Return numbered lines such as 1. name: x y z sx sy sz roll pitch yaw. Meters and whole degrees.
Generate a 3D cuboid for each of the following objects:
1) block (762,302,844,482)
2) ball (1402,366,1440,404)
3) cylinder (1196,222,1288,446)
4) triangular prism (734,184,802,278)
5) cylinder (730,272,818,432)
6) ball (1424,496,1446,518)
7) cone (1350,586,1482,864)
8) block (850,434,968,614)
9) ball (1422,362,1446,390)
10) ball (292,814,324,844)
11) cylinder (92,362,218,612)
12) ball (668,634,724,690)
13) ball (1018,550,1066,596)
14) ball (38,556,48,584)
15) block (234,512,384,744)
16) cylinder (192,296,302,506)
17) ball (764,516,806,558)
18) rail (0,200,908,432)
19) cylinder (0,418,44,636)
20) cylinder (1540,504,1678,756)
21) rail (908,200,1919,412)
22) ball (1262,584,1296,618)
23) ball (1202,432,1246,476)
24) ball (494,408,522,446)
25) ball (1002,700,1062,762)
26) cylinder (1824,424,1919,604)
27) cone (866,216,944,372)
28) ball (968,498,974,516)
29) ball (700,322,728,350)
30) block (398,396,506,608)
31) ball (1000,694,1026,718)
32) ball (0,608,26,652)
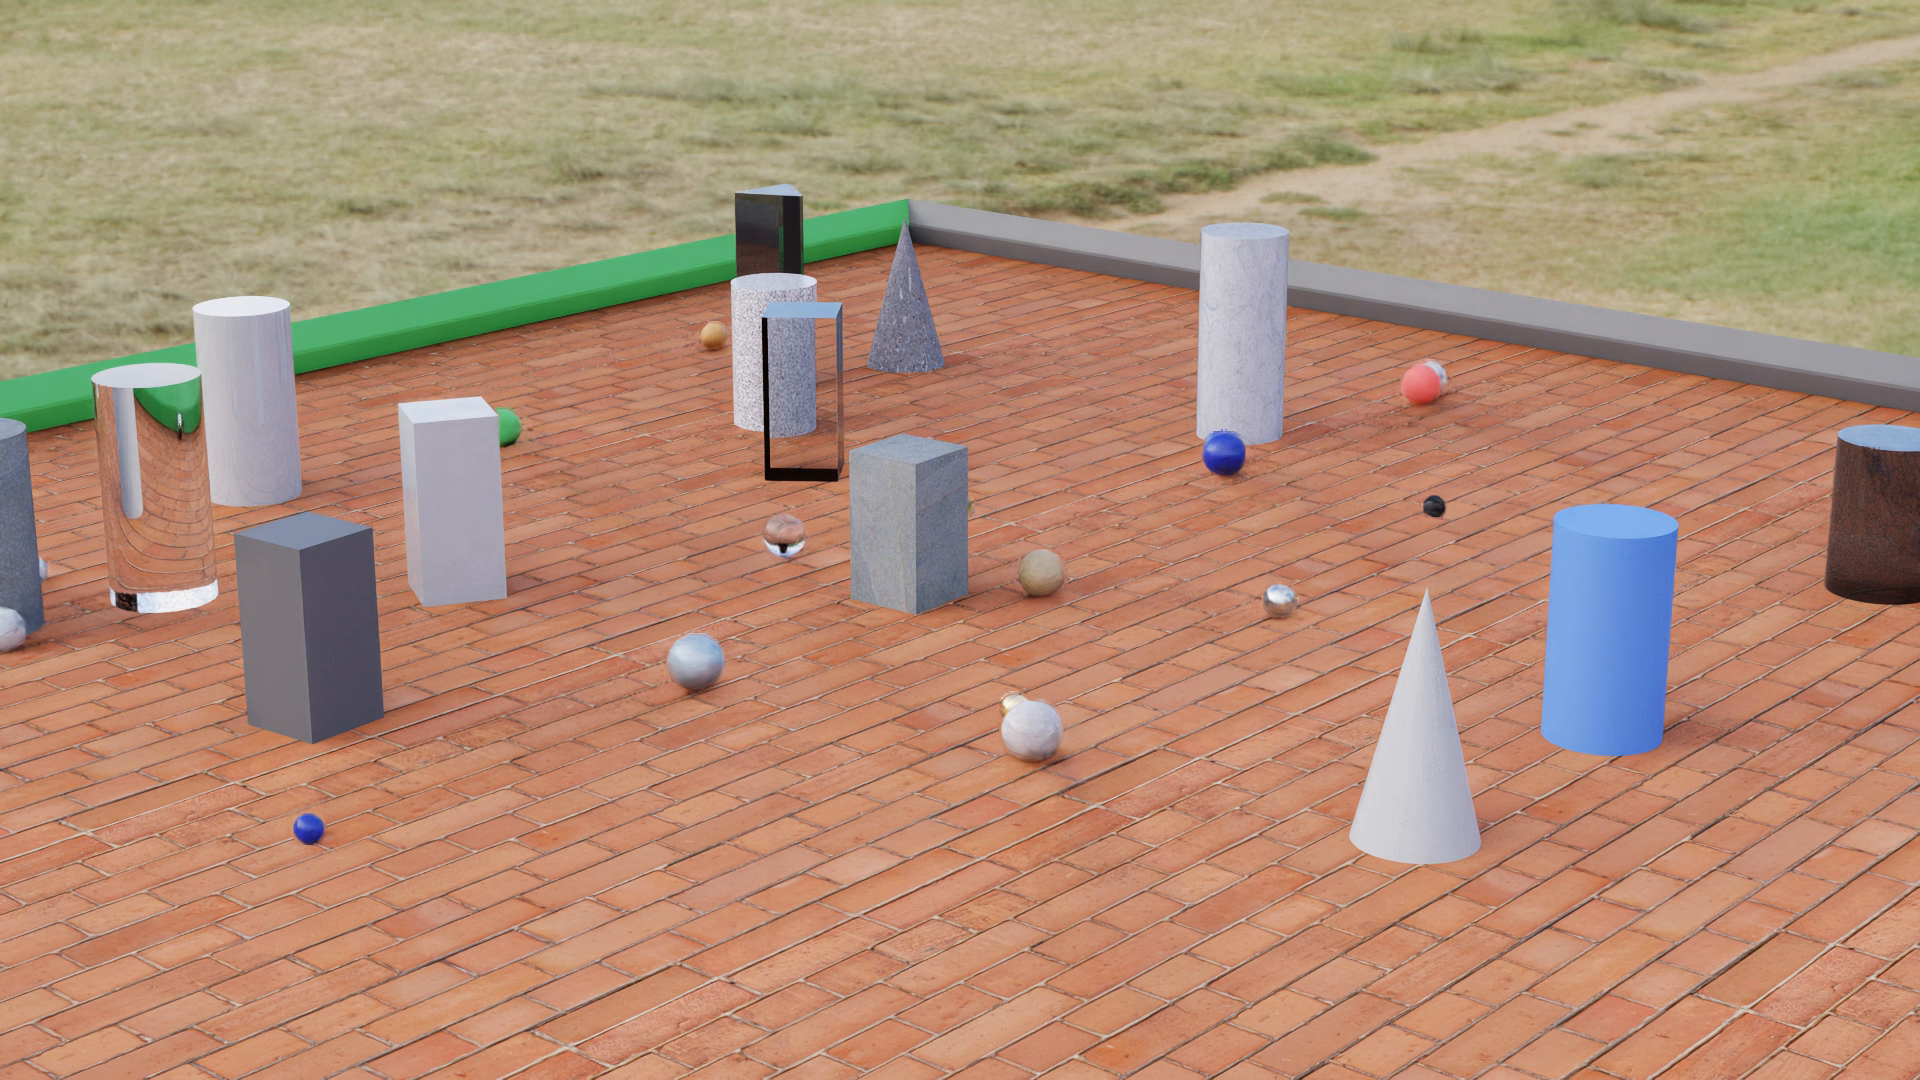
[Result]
1. block: -0.311 -0.296 5.830 0.145 0.331 0.145 1 17 3
2. ball: 1.005 -0.338 6.394 0.085 0.085 0.085 0 17 0
3. cylinder: 0.587 -0.430 6.098 0.181 0.433 0.181 0 17 0
4. triangular prism: -0.406 -0.576 6.586 0.157 0.429 0.136 5 17 15
5. cylinder: -0.392 -0.399 6.218 0.181 0.303 0.181 0 17 0
6. ball: 0.901 -0.064 5.566 0.041 0.041 0.041 0 17 0
7. cone: 0.630 0.238 4.009 0.181 0.366 0.181 0 17 0
8. block: -0.088 -0.029 5.062 0.145 0.266 0.145 13 21 36
9. ball: 1.041 -0.358 6.486 0.071 0.071 0.071 0 17 0
10. ball: -0.898 0.397 4.042 0.042 0.042 0.042 0 17 0
11. cylinder: -1.383 -0.091 5.043 0.181 0.395 0.181 0 17 0
12. ball: -0.419 0.193 4.636 0.088 0.088 0.088 0 17 0
13. ball: 0.143 0.057 5.095 0.083 0.083 0.083 0 17 0
14. ball: -1.632 0.054 5.156 0.053 0.053 0.053 0 17 0
15. block: -0.990 0.132 4.463 0.145 0.306 0.145 12 21 35
16. cylinder: -1.376 -0.269 5.669 0.181 0.373 0.181 0 17 0
17. ball: -0.318 -0.007 5.317 0.076 0.076 0.076 0 17 0
18. rail: -1.637 -0.383 6.482 0.045 0.118 4.606 14 22 39
19. cylinder: -1.637 -0.017 4.893 0.181 0.341 0.181 0 17 0
20. cylinder: 0.974 0.134 4.402 0.181 0.338 0.181 0 17 0
21. rail: 1.494 -0.470 6.769 4.384 0.118 0.045 14 22 39
22. ball: 0.543 0.104 4.983 0.058 0.058 0.058 0 17 0
23. ball: 0.526 -0.171 5.837 0.088 0.088 0.088 0 17 0
24. ball: -0.946 -0.232 6.055 0.079 0.079 0.079 0 17 0
25. ball: 0.107 0.282 4.337 0.091 0.091 0.091 0 17 0
26. cylinder: 1.610 -0.046 5.103 0.181 0.274 0.181 0 17 0
27. cone: -0.125 -0.572 6.720 0.181 0.344 0.181 0 17 0
28. ball: 0.003 -0.063 5.559 0.043 0.043 0.043 0 17 0
29. ball: -0.579 -0.479 6.897 0.063 0.063 0.063 0 17 0
30. block: -0.880 -0.068 5.084 0.145 0.327 0.145 -6 18 -20
31. ball: 0.085 0.259 4.492 0.046 0.046 0.046 0 17 0
32. ball: -1.571 0.147 4.812 0.074 0.074 0.074 0 17 0
